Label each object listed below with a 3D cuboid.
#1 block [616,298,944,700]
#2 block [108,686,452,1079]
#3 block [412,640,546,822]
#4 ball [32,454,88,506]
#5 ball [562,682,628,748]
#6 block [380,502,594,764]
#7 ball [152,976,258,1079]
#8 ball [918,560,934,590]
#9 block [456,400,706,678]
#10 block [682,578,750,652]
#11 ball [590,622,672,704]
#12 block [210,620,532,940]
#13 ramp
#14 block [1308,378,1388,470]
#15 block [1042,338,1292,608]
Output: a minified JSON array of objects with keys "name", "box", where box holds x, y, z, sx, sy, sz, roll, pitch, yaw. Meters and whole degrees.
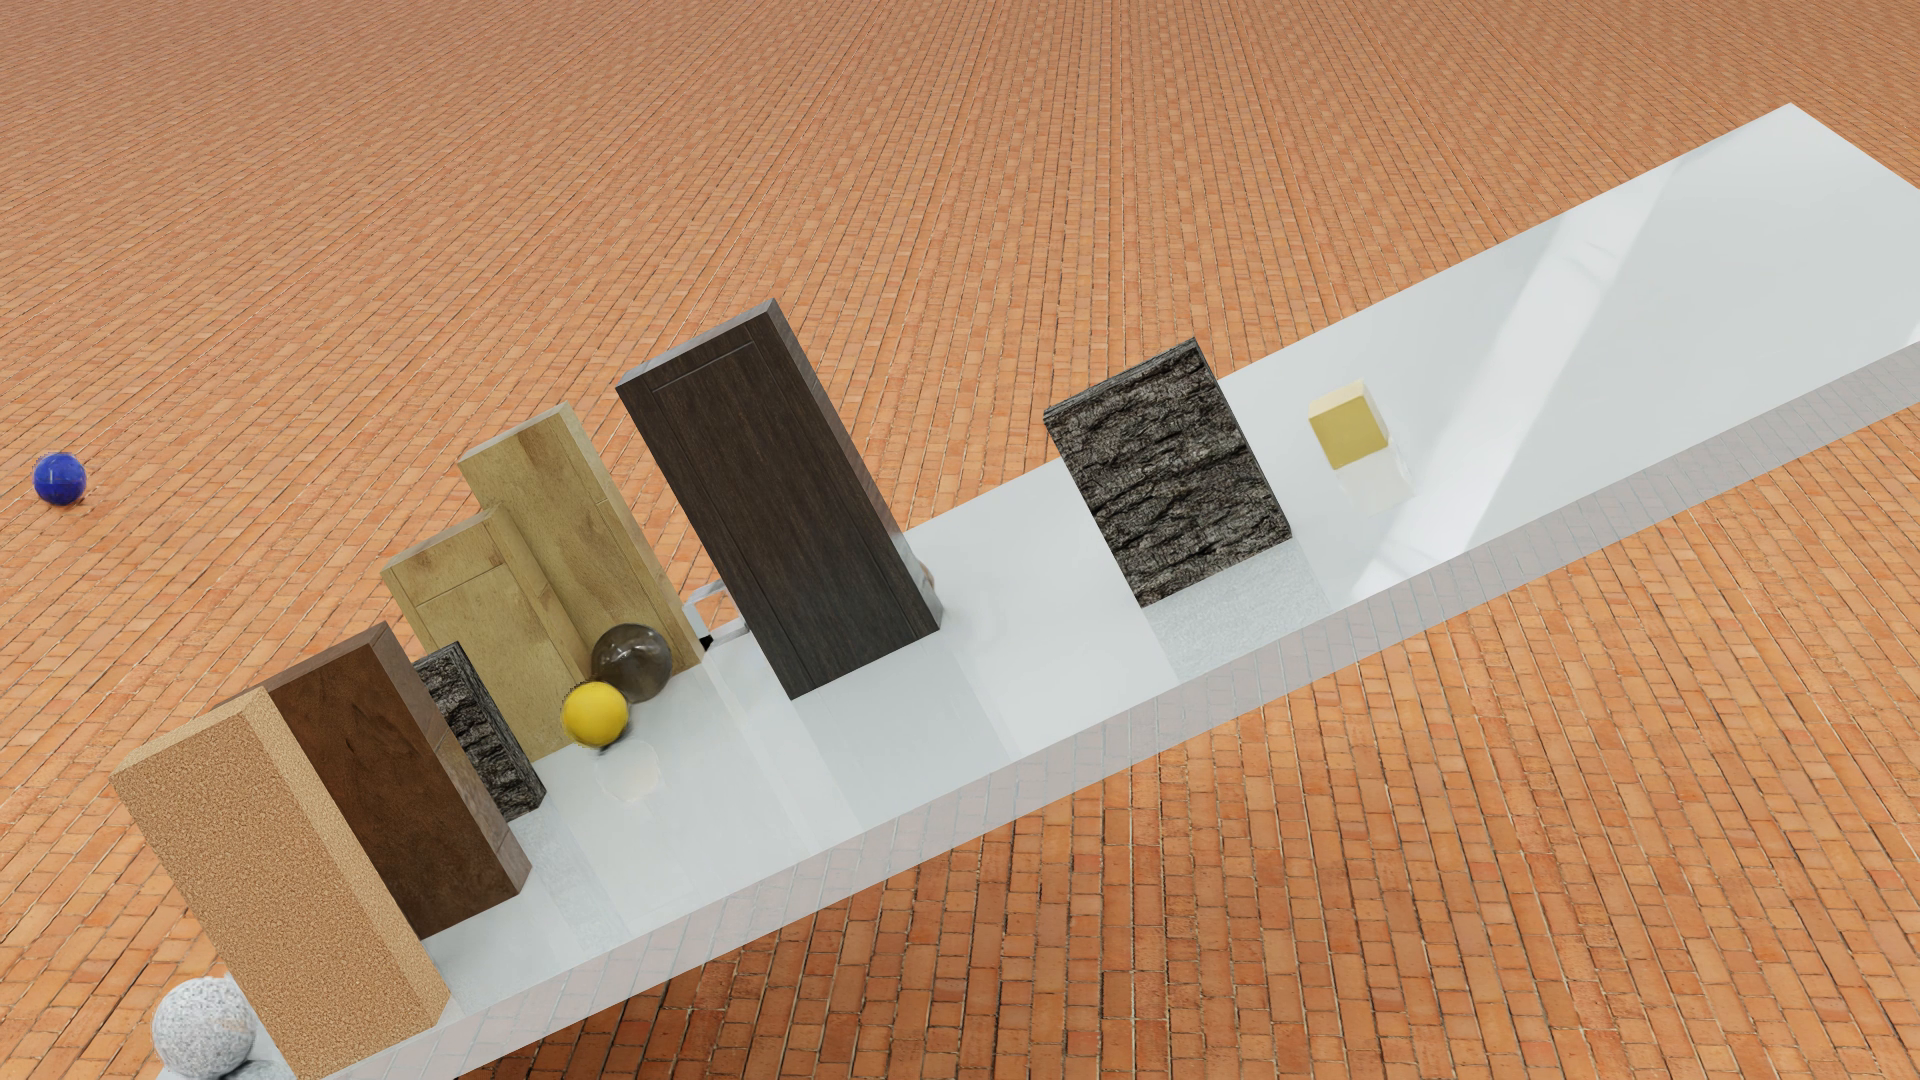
[{"name":"block","box":[-0.383,-0.085,6.340,0.367,0.785,0.141,-26,14,10]},{"name":"block","box":[-1.281,0.659,5.566,0.297,0.706,0.138,-26,14,10]},{"name":"block","box":[-1.161,0.473,6.636,0.278,0.406,0.099,-26,14,10]},{"name":"ball","box":[-3.223,-0.217,10.533,0.187,0.187,0.187,0,17,0]},{"name":"ball","box":[-0.843,0.404,6.807,0.151,0.151,0.151,0,17,0]},{"name":"block","box":[-1.091,0.239,6.993,0.305,0.574,0.129,-26,14,10]},{"name":"ball","box":[-1.519,0.982,5.918,0.205,0.205,0.205,0,17,0]},{"name":"ball","box":[-0.117,0.101,6.550,0.123,0.123,0.123,0,17,0]},{"name":"block","box":[-0.906,0.041,7.088,0.281,0.698,0.118,-26,14,10]},{"name":"block","box":[-0.583,0.174,7.191,0.124,0.124,0.124,-24,14,18]},{"name":"ball","box":[-0.781,0.294,6.995,0.195,0.195,0.195,0,17,0]},{"name":"block","box":[-1.233,0.538,6.106,0.420,0.613,0.146,-26,14,10]},{"name":"ramp","box":[0.140,0.167,6.281,4.000,0.100,2.000,-26,14,10]},{"name":"block","box":[0.793,-0.237,6.006,0.121,0.121,0.121,-24,14,15]},{"name":"block","box":[0.404,-0.129,5.728,0.327,0.426,0.085,-26,14,10]}]
